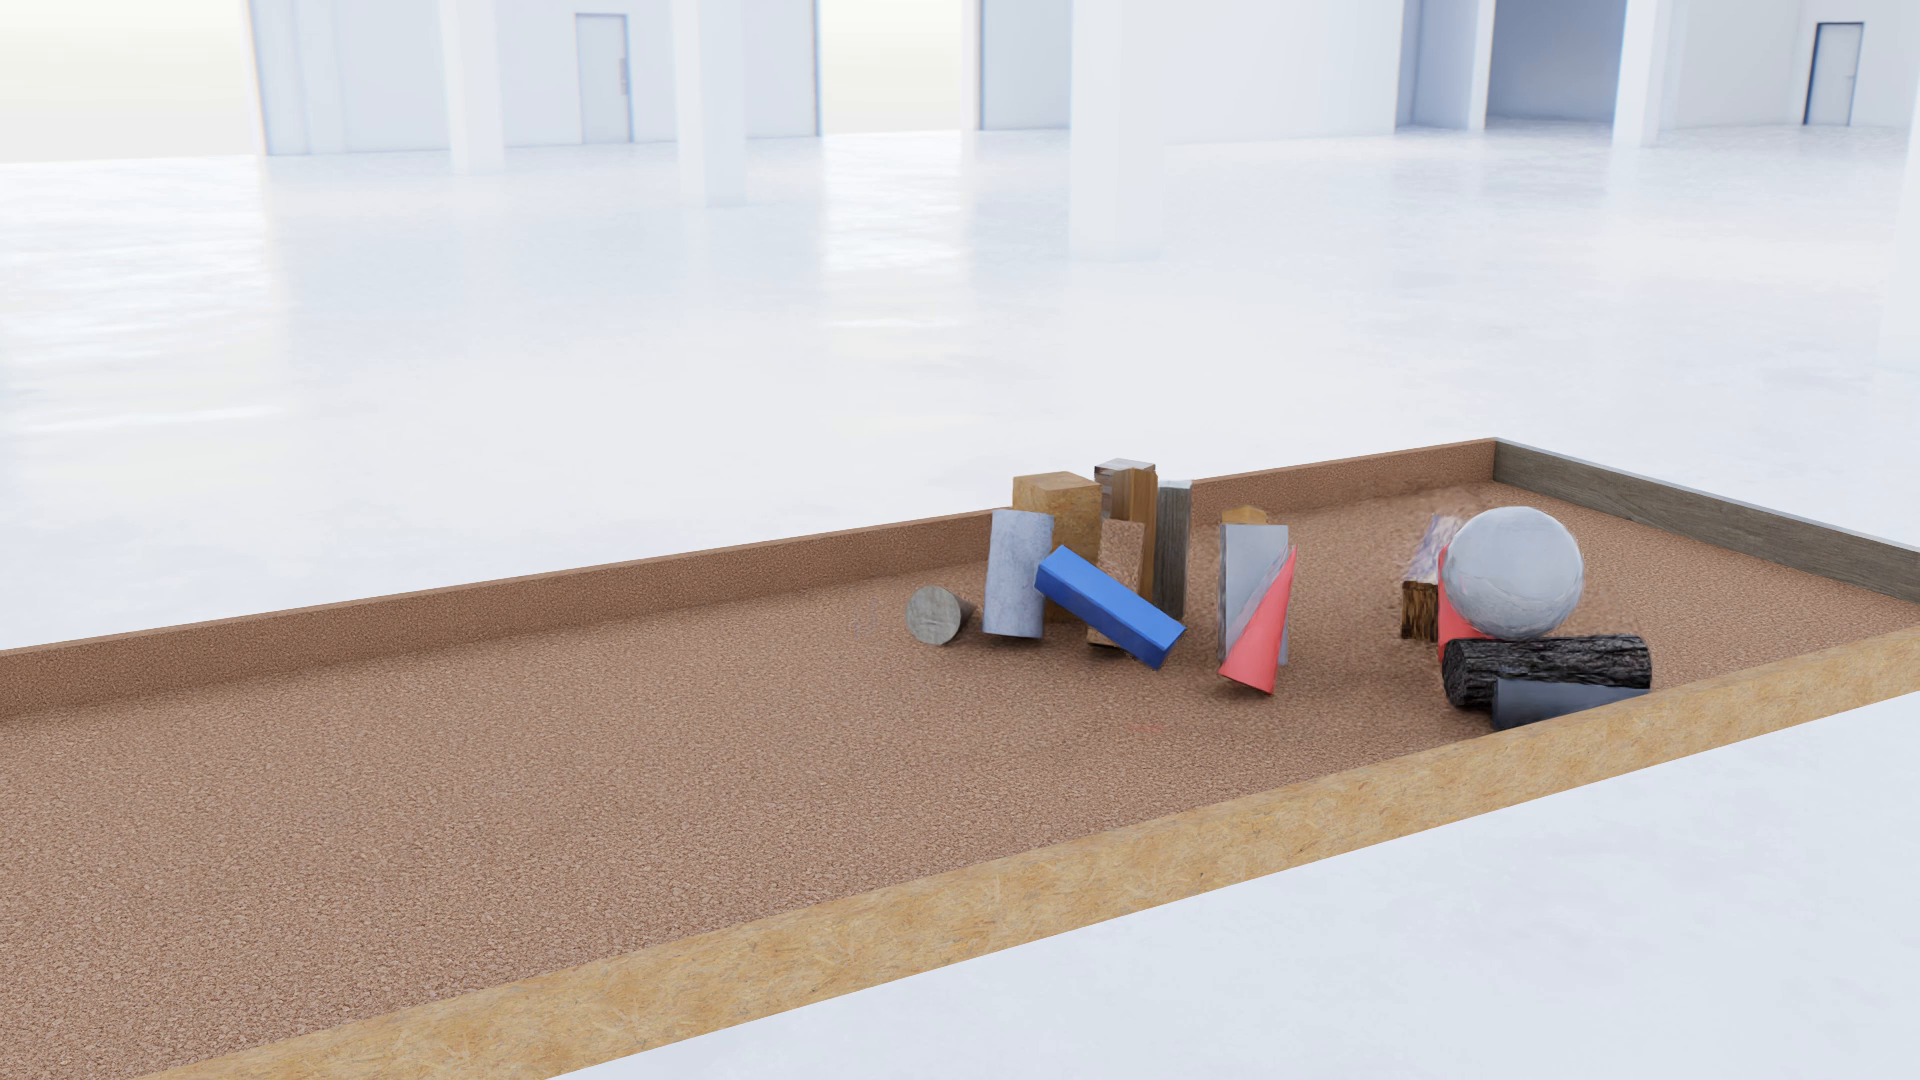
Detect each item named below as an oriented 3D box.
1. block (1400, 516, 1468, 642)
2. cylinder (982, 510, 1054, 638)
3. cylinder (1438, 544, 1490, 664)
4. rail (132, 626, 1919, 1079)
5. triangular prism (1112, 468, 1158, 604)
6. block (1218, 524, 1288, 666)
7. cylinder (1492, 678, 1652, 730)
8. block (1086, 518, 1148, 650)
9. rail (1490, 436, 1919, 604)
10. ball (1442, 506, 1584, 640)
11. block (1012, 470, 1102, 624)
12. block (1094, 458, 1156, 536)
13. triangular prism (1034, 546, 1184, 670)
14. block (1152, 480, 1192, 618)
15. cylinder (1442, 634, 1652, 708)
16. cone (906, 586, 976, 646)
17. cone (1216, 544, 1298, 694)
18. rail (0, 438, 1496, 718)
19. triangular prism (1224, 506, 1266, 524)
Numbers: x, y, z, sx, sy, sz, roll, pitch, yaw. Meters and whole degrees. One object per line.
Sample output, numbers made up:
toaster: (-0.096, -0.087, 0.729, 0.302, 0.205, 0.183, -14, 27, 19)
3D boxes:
block: (1.354, 0.107, 4.556, 0.175, 0.175, 0.429, 8, 28, 24)
cylinder: (0.154, 0.091, 4.401, 0.164, 0.328, 0.164, 6, -2, 0)
cylinder: (1.287, 0.166, 4.193, 0.137, 0.137, 0.325, 4, 49, 13)
rail: (-2.336, 1.006, 1.665, 12.000, 0.150, 0.050, -9, 18, -27)
triangular prism: (0.449, 0.034, 4.478, 0.105, 0.441, 0.121, -2, -8, 39)
block: (0.748, 0.136, 4.217, 0.153, 0.352, 0.153, 0, 2, 2)
cylinder: (1.409, 0.392, 3.804, 0.333, 0.123, 0.123, 4, 17, 12)
block: (0.413, 0.118, 4.332, 0.109, 0.328, 0.109, 7, -8, 11)
rail: (2.466, -0.048, 5.253, 0.050, 0.150, 2.100, -9, 18, -27)
ball: (1.317, 0.079, 3.933, 0.321, 0.321, 0.321, 0, 16, 0)
block: (0.265, 0.018, 4.609, 0.178, 0.380, 0.178, -7, 18, -28)
block: (0.480, -0.042, 4.848, 0.131, 0.367, 0.131, 11, 20, 34)
triangular prism: (0.387, 0.159, 4.229, 0.386, 0.131, 0.114, 34, 66, 14)
block: (0.571, 0.024, 4.605, 0.128, 0.366, 0.128, 3, 11, 12)
cylinder: (1.414, 0.317, 3.984, 0.447, 0.166, 0.166, -1, 16, -3)
cone: (-0.012, 0.196, 4.550, 0.157, 0.157, 0.332, 6, 4, 21)
cone: (0.764, 0.178, 4.046, 0.142, 0.373, 0.142, 21, -2, 1)
rail: (-3.305, 0.497, 3.399, 12.000, 0.150, 0.050, -9, 18, -27)
triangular prism: (0.743, 0.098, 4.395, 0.098, 0.362, 0.114, -3, -9, 35)
